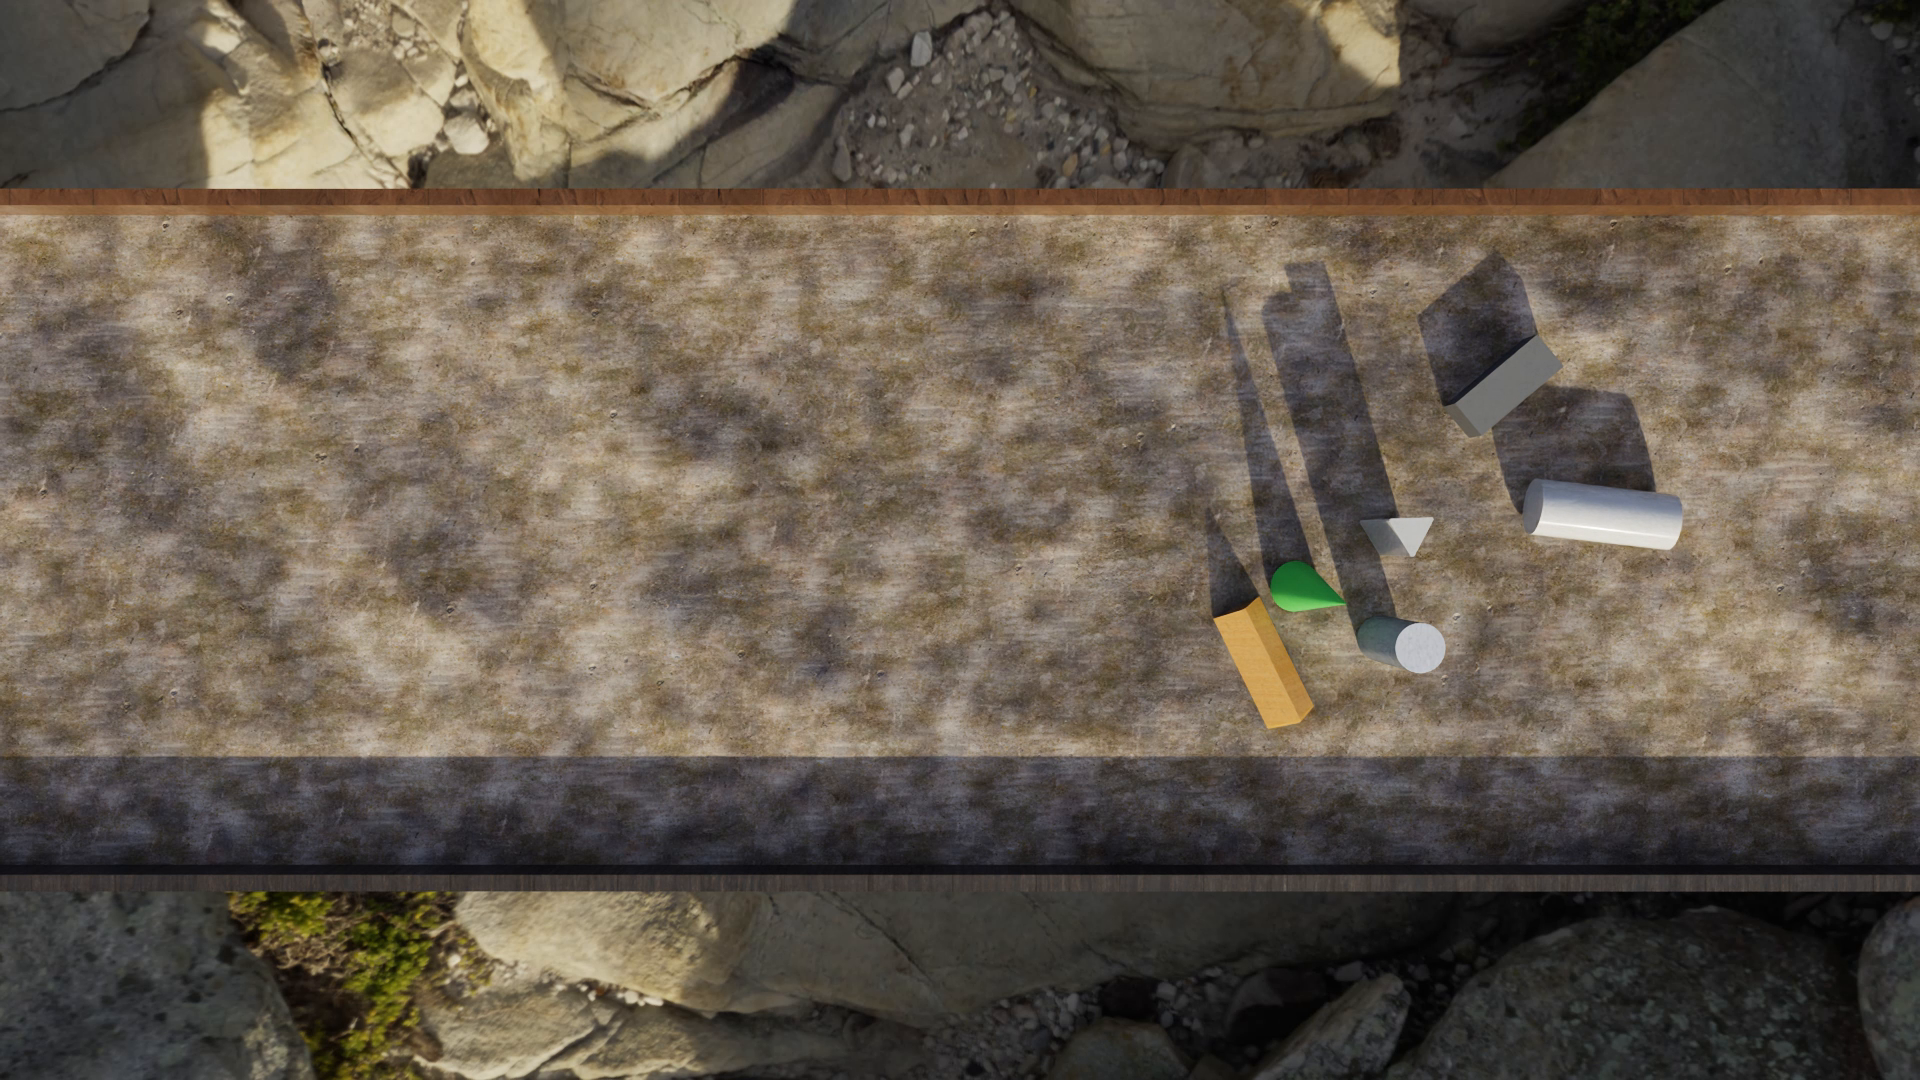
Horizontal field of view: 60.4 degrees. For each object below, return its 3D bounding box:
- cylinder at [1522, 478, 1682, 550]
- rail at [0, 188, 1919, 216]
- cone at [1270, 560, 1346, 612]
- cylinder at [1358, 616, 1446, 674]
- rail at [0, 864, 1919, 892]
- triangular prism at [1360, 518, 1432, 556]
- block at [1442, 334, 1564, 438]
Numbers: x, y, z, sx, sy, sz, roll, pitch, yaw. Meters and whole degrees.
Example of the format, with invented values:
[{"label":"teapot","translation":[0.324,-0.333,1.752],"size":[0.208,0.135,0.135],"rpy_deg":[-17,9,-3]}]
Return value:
[{"label":"cylinder","translation":[1.941,-0.078,4.991],"size":[0.418,0.170,0.170],"rpy_deg":[7,90,0]},{"label":"rail","translation":[-2.247,-1.025,5.002],"size":[12.000,0.150,0.050],"rpy_deg":[0,90,0]},{"label":"cone","translation":[1.059,0.161,4.849],"size":[0.157,0.436,0.157],"rpy_deg":[-1,95,-8]},{"label":"cylinder","translation":[1.293,0.303,4.853],"size":[0.141,0.446,0.141],"rpy_deg":[0,90,0]},{"label":"rail","translation":[-2.247,1.025,5.001],"size":[12.000,0.150,0.050],"rpy_deg":[0,90,0]},{"label":"triangular prism","translation":[1.309,-0.034,4.900],"size":[0.109,0.354,0.126],"rpy_deg":[-32,90,0]},{"label":"block","translation":[1.650,-0.466,5.014],"size":[0.323,0.126,0.126],"rpy_deg":[-40,90,0]}]
